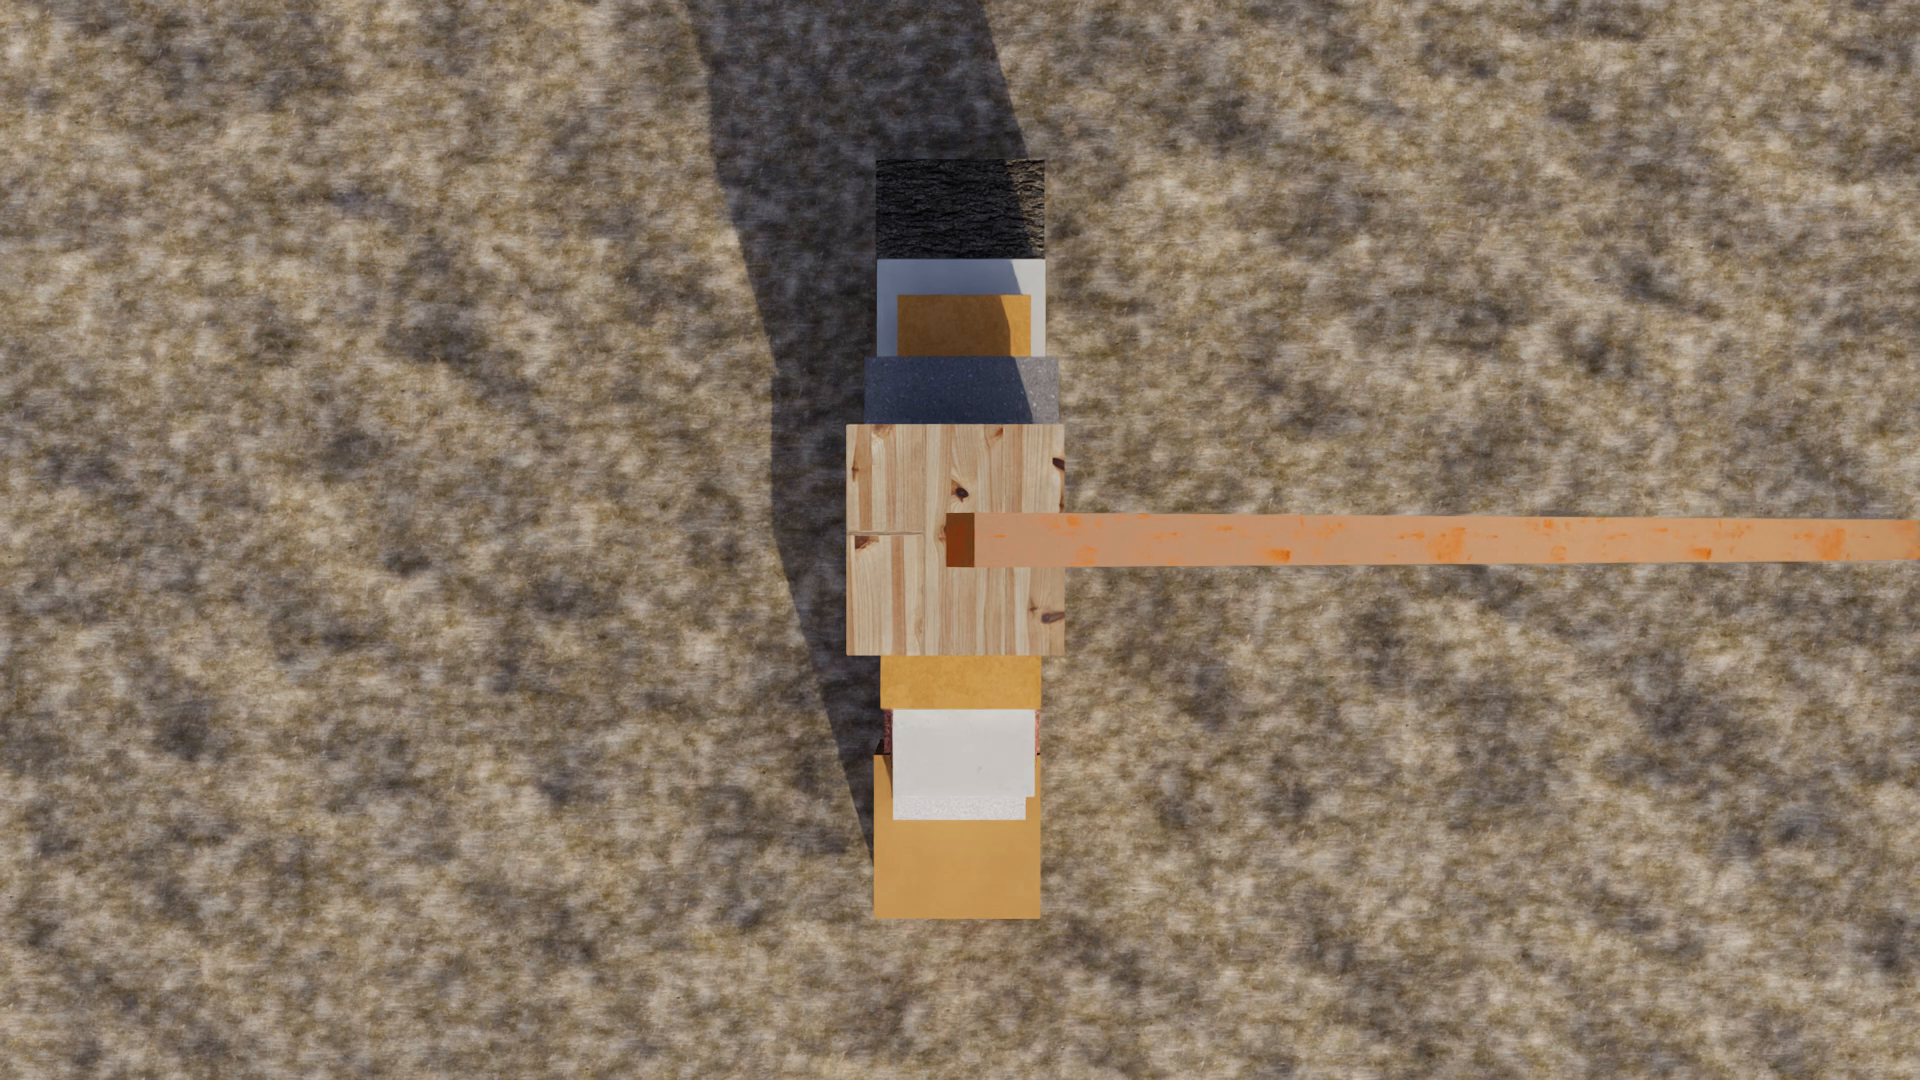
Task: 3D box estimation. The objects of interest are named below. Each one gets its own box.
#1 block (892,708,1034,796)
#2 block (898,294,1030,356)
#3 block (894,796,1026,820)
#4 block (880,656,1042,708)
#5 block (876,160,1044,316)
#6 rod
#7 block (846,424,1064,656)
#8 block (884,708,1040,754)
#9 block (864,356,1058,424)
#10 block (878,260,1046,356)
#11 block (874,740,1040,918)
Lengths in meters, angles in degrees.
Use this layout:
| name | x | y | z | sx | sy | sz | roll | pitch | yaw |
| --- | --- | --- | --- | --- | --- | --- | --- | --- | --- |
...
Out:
| name | x | y | z | sx | sy | sz | roll | pitch | yaw |
| --- | --- | --- | --- | --- | --- | --- | --- | --- | --- |
| block | 0.018 | 0.855 | 10.940 | 0.684 | 0.691 | 0.704 | 0 | 96 | 0 |
| block | 0.020 | -0.844 | 10.838 | 0.640 | 0.619 | 0.664 | 0 | 90 | 0 |
| block | -0.003 | 1.090 | 11.682 | 0.682 | 0.720 | 0.712 | 0 | 89 | 0 |
| block | 0.003 | 0.363 | 9.427 | 0.663 | 0.703 | 0.671 | 0 | 90 | 0 |
| block | 0.001 | -1.653 | 12.483 | 0.918 | 1.033 | 0.842 | 0 | 90 | 0 |
| rod | 2.212 | 0.000 | 4.595 | 5.200 | 0.080 | 0.080 | 0 | 90 | -32 |
| block | -0.014 | -0.004 | 7.091 | 0.666 | 0.749 | 0.705 | 0 | 91 | 0 |
| block | 0.010 | 0.704 | 12.525 | 0.854 | 0.950 | 0.927 | 0 | 90 | 0 |
| block | 0.005 | -0.357 | 9.247 | 0.776 | 0.908 | 0.748 | 0 | 90 | 0 |
| block | 0.007 | -1.017 | 11.563 | 0.854 | 0.822 | 0.841 | 0 | 92 | 0 |
| block | -0.015 | 1.625 | 12.520 | 0.912 | 0.960 | 0.896 | 0 | 90 | 0 |
